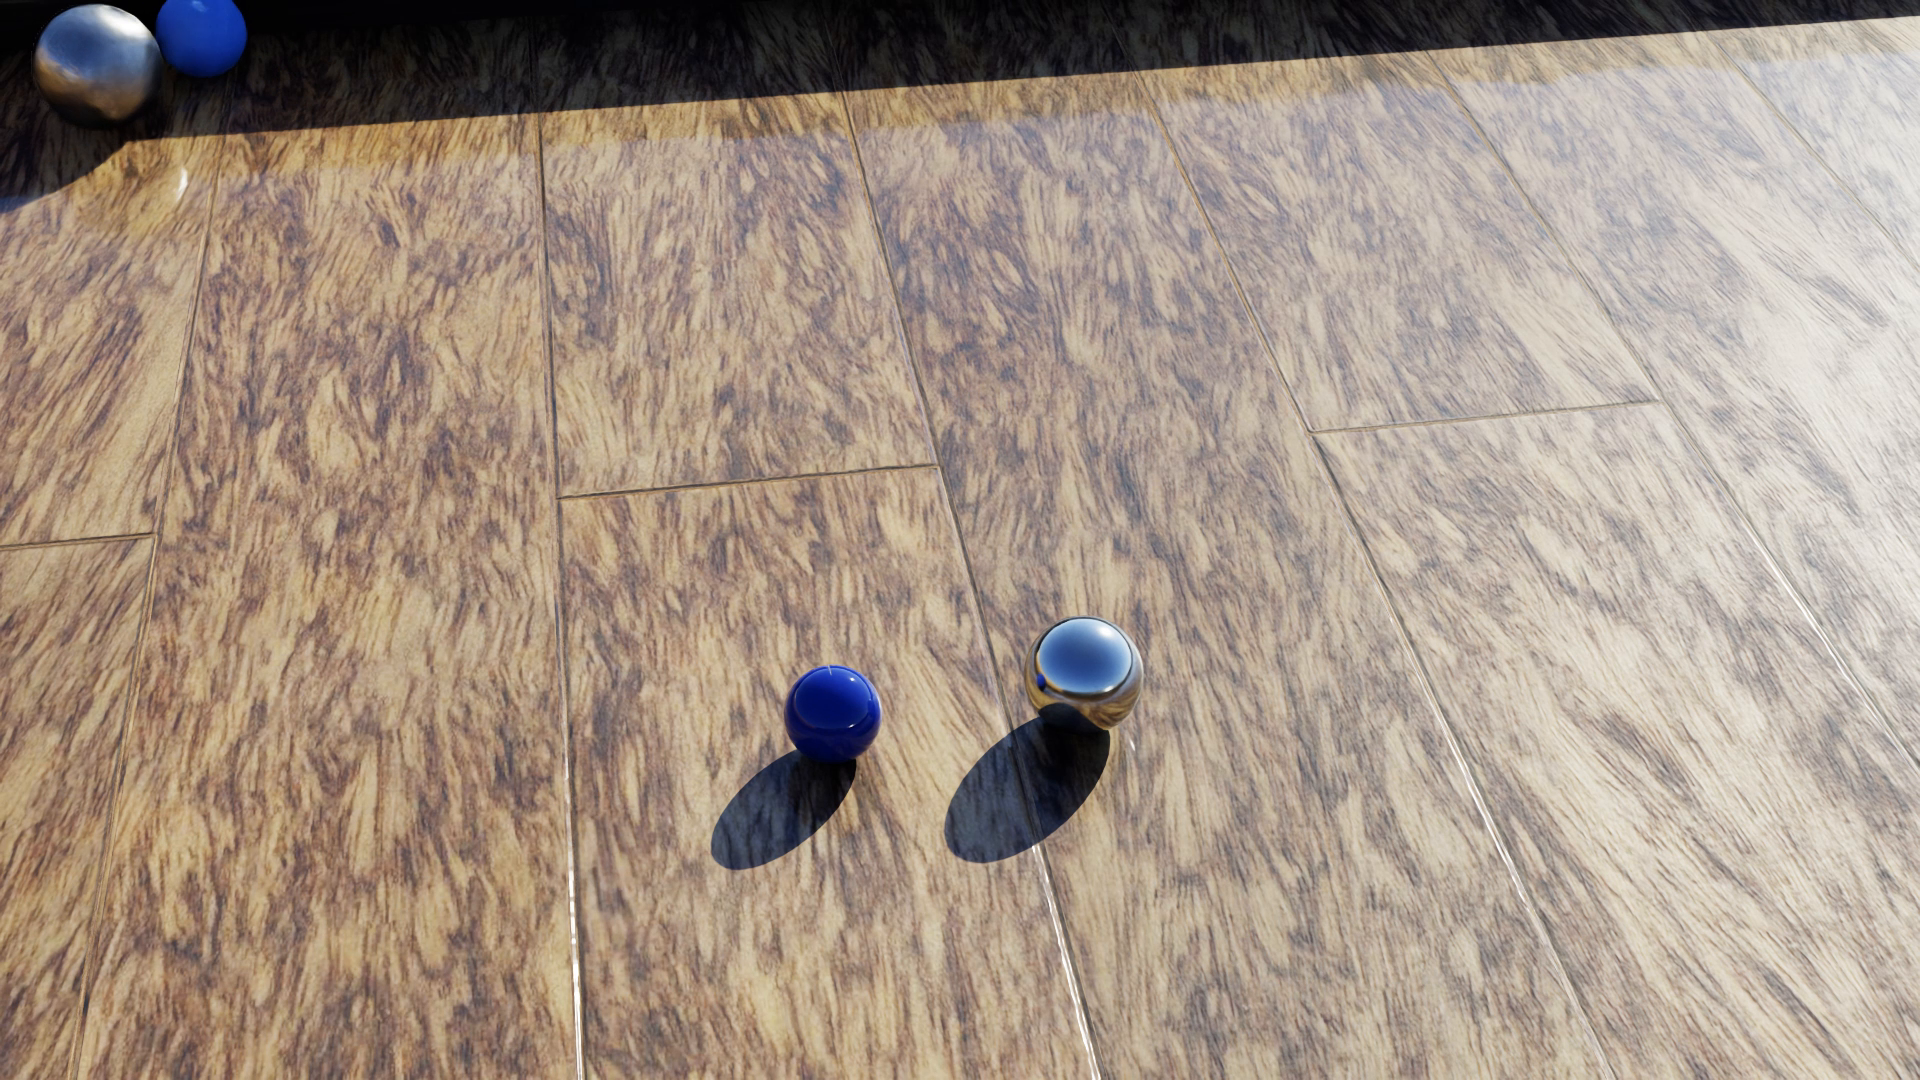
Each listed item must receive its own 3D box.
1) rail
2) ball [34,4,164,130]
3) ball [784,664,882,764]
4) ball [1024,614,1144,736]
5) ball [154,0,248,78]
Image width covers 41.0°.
[{"bbox_3d":[0.695,-0.596,2.320,3.342,0.128,0.045,-5,37,-7],"label":"rail"},{"bbox_3d":[-0.688,-0.378,2.049,0.099,0.099,0.099,0,36,0],"label":"ball"},{"bbox_3d":[-0.071,0.098,1.439,0.056,0.056,0.056,0,36,0],"label":"ball"},{"bbox_3d":[0.070,0.077,1.457,0.068,0.068,0.068,0,36,0],"label":"ball"},{"bbox_3d":[-0.630,-0.421,2.129,0.073,0.073,0.073,0,36,0],"label":"ball"}]
